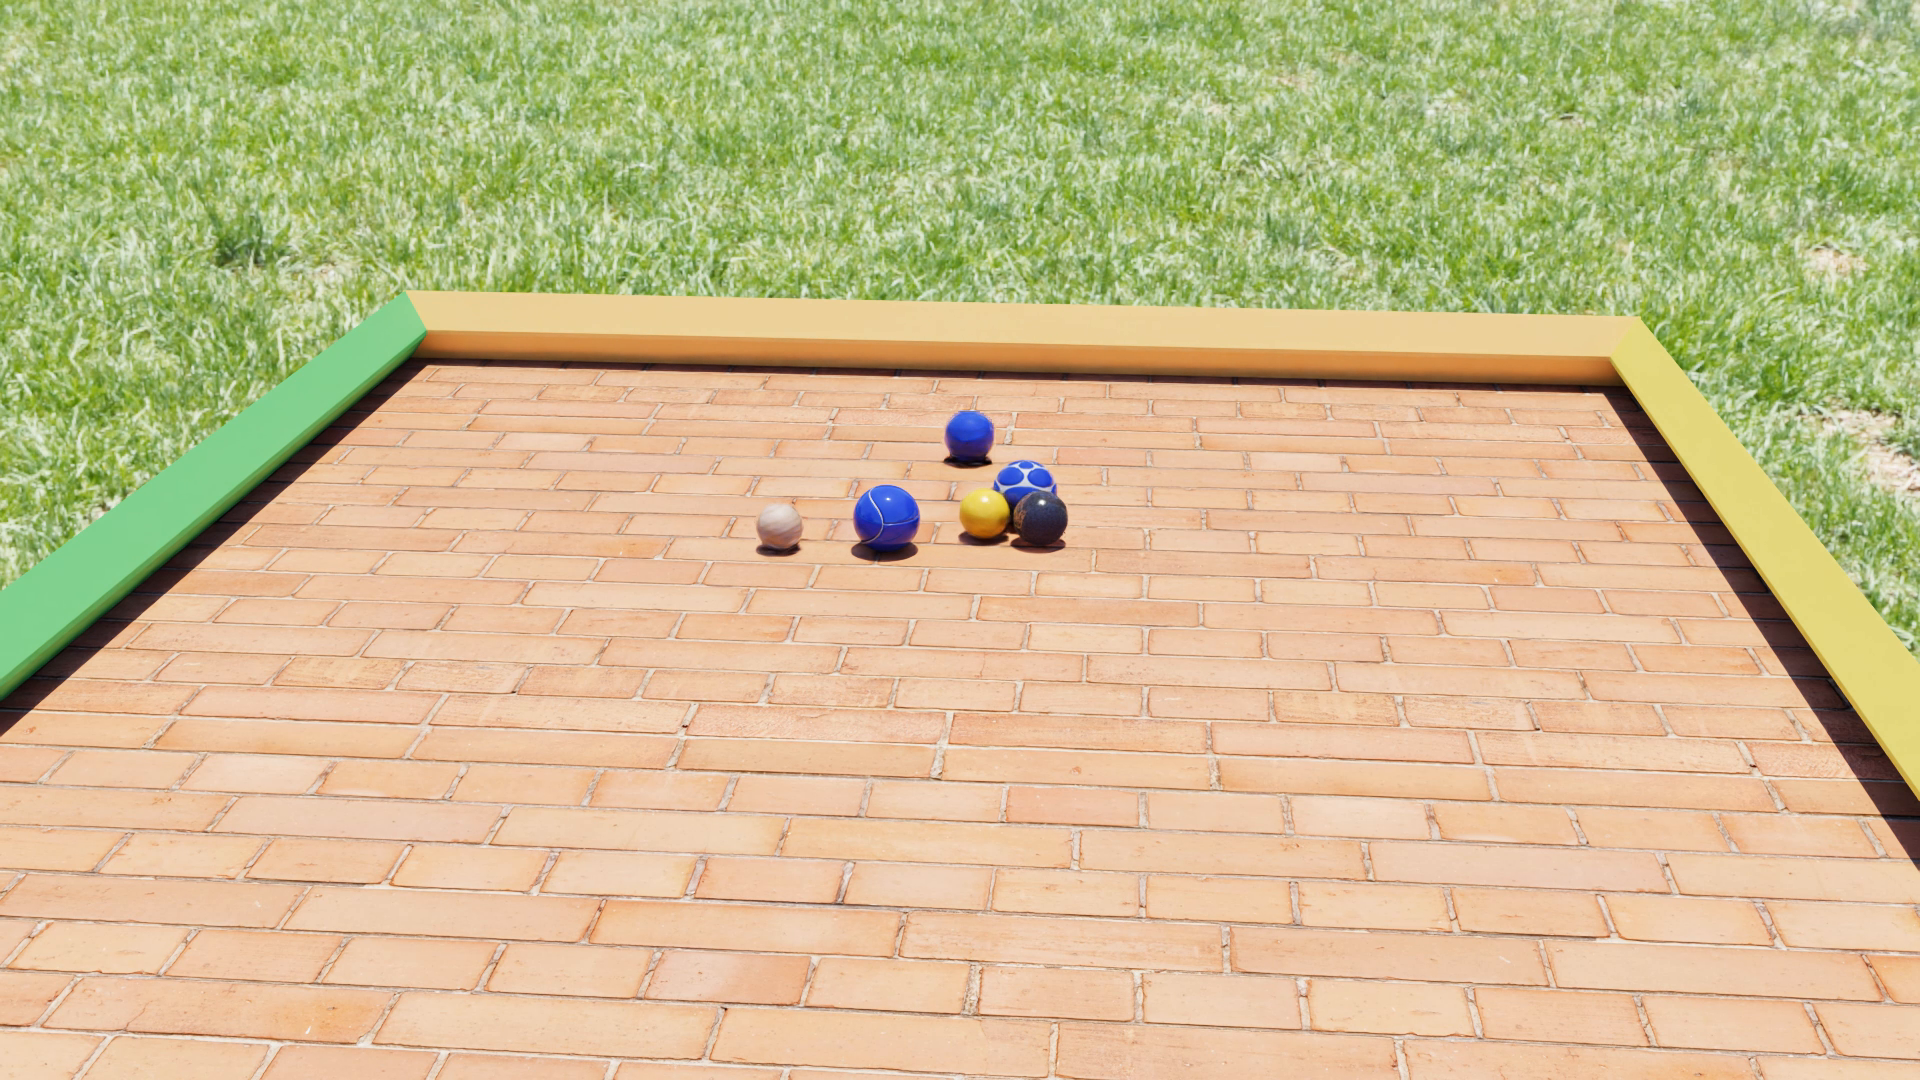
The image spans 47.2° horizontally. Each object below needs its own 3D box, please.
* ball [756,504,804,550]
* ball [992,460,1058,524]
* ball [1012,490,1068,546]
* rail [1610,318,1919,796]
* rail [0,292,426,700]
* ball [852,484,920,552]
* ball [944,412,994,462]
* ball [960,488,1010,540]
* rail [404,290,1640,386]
[{"bbox_3d":[-0.210,-0.015,2.556,0.055,0.055,0.055,0,20,0],"label":"ball"},{"bbox_3d":[0.078,-0.057,2.633,0.079,0.079,0.079,0,20,0],"label":"ball"},{"bbox_3d":[0.094,-0.026,2.569,0.065,0.065,0.065,0,20,0],"label":"ball"},{"bbox_3d":[0.814,0.294,1.650,0.045,0.103,3.285,2,20,5],"label":"rail"},{"bbox_3d":[-0.955,0.241,1.793,0.045,0.103,3.285,2,20,5],"label":"rail"},{"bbox_3d":[-0.085,-0.025,2.548,0.079,0.079,0.079,0,20,0],"label":"ball"},{"bbox_3d":[0.012,-0.134,2.861,0.066,0.066,0.066,0,20,0],"label":"ball"},{"bbox_3d":[0.029,-0.031,2.591,0.060,0.060,0.060,0,20,0],"label":"ball"},{"bbox_3d":[0.069,-0.292,3.234,1.823,0.103,0.045,2,20,5],"label":"rail"}]
